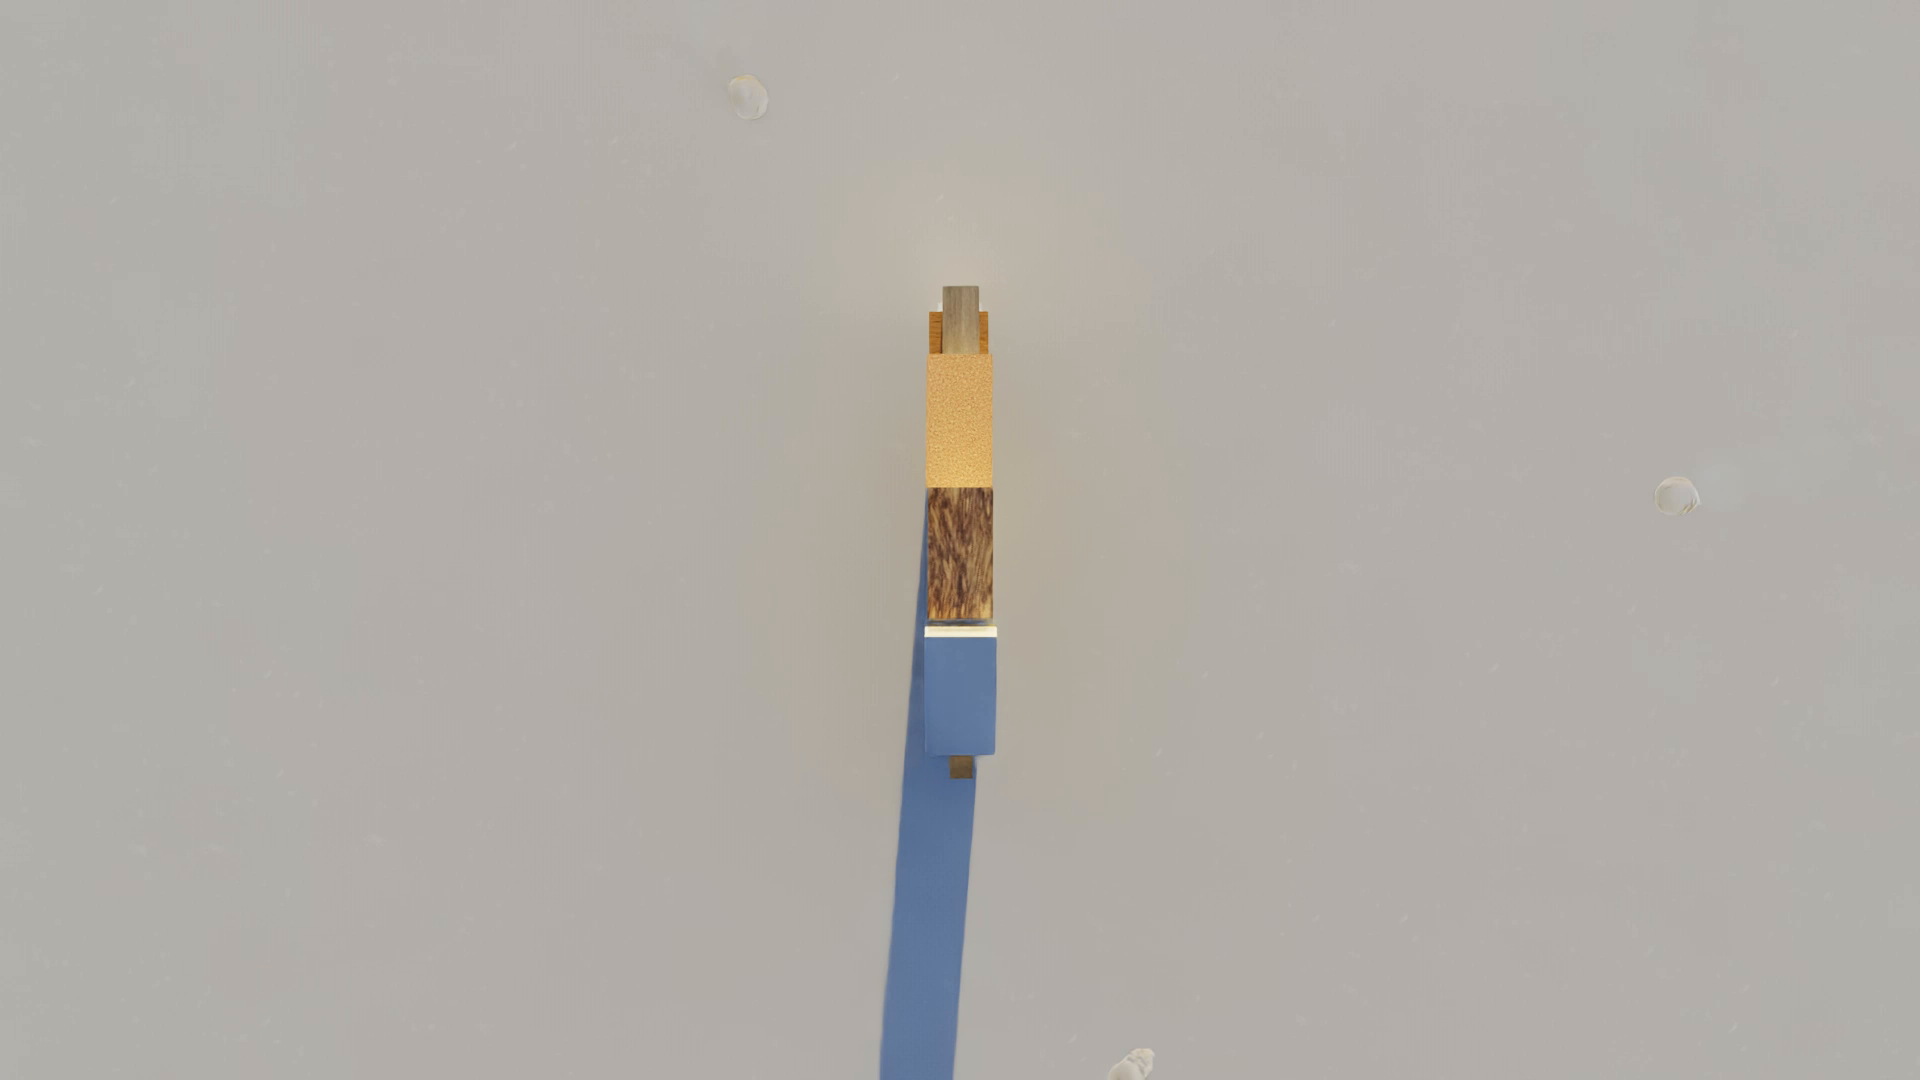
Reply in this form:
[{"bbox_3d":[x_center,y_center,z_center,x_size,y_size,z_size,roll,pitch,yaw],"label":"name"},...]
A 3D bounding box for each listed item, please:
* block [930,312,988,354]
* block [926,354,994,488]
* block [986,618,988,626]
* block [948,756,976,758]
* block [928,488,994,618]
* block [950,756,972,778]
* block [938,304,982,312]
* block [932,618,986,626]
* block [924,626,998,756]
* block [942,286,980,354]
[{"bbox_3d":[-0.003,-0.489,4.792,0.171,0.048,0.342,0,90,0],"label":"block"},{"bbox_3d":[-0.002,-0.315,4.390,0.176,0.050,0.353,0,90,0],"label":"block"},{"bbox_3d":[0.000,0.171,5.126,0.175,0.049,0.349,0,90,0],"label":"block"},{"bbox_3d":[0.004,0.575,4.991,0.085,0.024,0.171,0,90,0],"label":"block"},{"bbox_3d":[0.002,0.032,4.171,0.165,0.047,0.329,0,90,0],"label":"block"},{"bbox_3d":[0.004,0.631,4.834,0.068,0.019,0.135,0,90,0],"label":"block"},{"bbox_3d":[-0.001,-0.608,5.206,0.137,0.039,0.274,0,90,0],"label":"block"},{"bbox_3d":[-0.003,0.176,4.545,0.149,0.042,0.298,0,90,0],"label":"block"},{"bbox_3d":[0.002,0.386,4.190,0.179,0.051,0.358,0,118,0],"label":"block"},{"bbox_3d":[0.002,-0.598,4.551,0.101,0.029,0.203,0,90,0],"label":"block"}]
